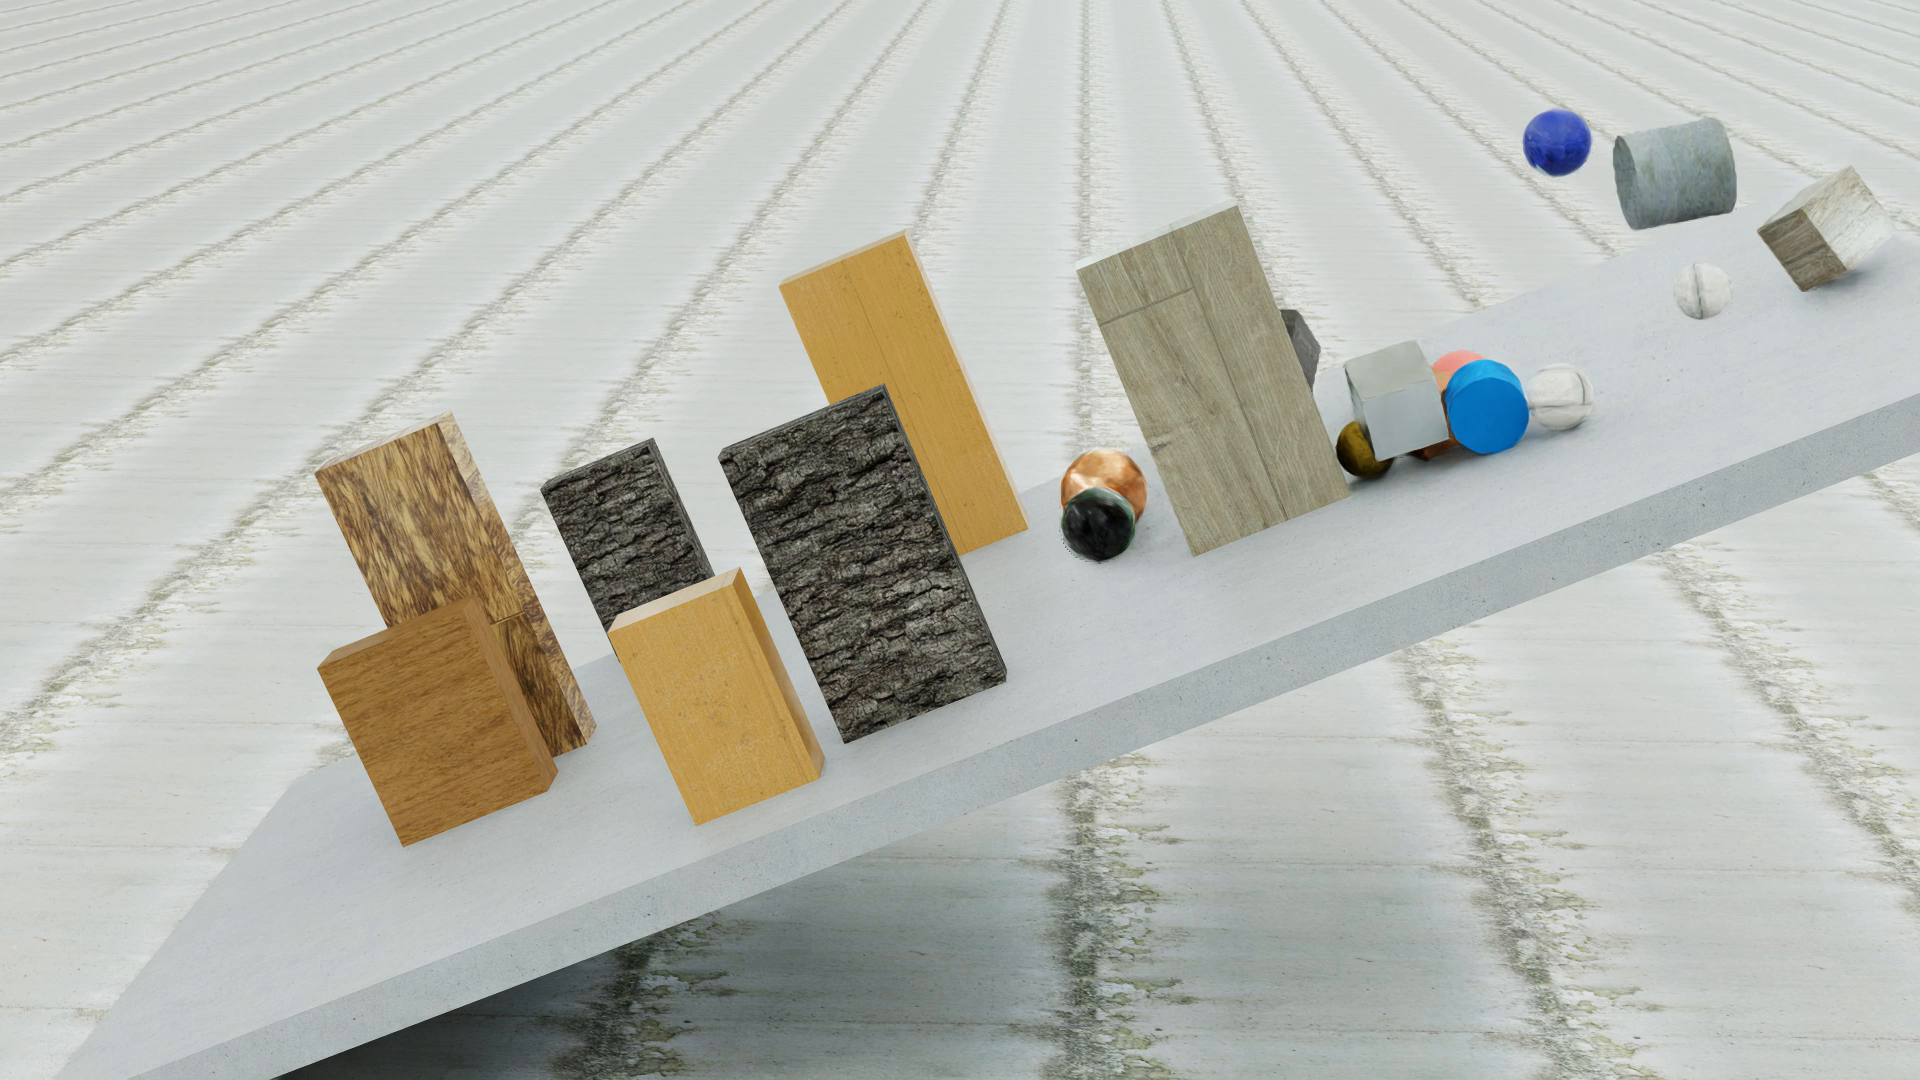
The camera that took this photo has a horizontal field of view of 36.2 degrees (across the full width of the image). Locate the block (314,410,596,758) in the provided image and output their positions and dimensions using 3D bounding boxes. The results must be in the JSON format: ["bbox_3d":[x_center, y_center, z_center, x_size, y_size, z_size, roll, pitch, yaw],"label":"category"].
[{"bbox_3d":[-1.124,0.138,6.589,0.302,0.795,0.139,-21,12,8],"label":"block"}]

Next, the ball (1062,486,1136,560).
[{"bbox_3d":[0.294,-0.035,6.252,0.159,0.159,0.159,0,14,0],"label":"ball"}]

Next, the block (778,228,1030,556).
[{"bbox_3d":[-0.126,-0.316,6.831,0.313,0.742,0.110,-21,12,8],"label":"block"}]

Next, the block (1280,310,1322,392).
[{"bbox_3d":[0.701,-0.406,6.686,0.169,0.169,0.169,1,-26,28],"label":"block"}]

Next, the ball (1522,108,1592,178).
[{"bbox_3d":[1.246,-0.830,6.140,0.144,0.144,0.144,0,14,0],"label":"ball"}]

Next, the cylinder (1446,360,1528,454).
[{"bbox_3d":[1.050,-0.266,5.865,0.155,0.155,0.155,1,17,6],"label":"cylinder"}]

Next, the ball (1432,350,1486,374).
[{"bbox_3d":[1.042,-0.321,6.105,0.147,0.147,0.147,0,14,0],"label":"ball"}]

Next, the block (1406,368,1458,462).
[{"bbox_3d":[0.947,-0.262,6.017,0.130,0.130,0.130,-29,32,-25],"label":"block"}]

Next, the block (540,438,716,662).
[{"bbox_3d":[-0.795,0.026,7.229,0.288,0.474,0.100,-21,12,8],"label":"block"}]

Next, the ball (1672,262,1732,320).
[{"bbox_3d":[1.472,-0.494,5.831,0.114,0.114,0.114,0,14,0],"label":"ball"}]

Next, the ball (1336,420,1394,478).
[{"bbox_3d":[0.830,-0.188,6.014,0.123,0.123,0.123,0,14,0],"label":"ball"}]

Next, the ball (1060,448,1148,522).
[{"bbox_3d":[0.314,-0.103,6.427,0.192,0.192,0.192,0,14,0],"label":"ball"}]

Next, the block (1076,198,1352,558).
[{"bbox_3d":[0.514,-0.328,5.964,0.345,0.638,0.113,-21,12,8],"label":"block"}]

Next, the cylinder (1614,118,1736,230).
[{"bbox_3d":[1.429,-0.732,5.883,0.192,0.192,0.192,-11,14,1],"label":"cylinder"}]

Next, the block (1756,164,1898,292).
[{"bbox_3d":[1.761,-0.632,5.976,0.160,0.160,0.160,-39,3,-21],"label":"block"}]

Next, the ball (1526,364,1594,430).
[{"bbox_3d":[1.173,-0.281,5.752,0.130,0.130,0.130,0,14,0],"label":"ball"}]

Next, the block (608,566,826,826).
[{"bbox_3d":[-0.461,0.298,5.607,0.257,0.413,0.129,-21,12,8],"label":"block"}]

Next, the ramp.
[{"bbox_3d":[0.126,0.172,6.288,4.000,0.100,2.000,-21,12,8],"label":"ramp"}]

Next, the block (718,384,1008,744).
[{"bbox_3d":[-0.185,0.049,5.681,0.340,0.617,0.083,-21,12,8],"label":"block"}]

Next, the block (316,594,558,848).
[{"bbox_3d":[-1.127,0.391,6.368,0.346,0.436,0.134,-21,12,8],"label":"block"}]

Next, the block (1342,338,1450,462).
[{"bbox_3d":[0.862,-0.276,5.812,0.151,0.151,0.151,-18,35,2],"label":"block"}]
